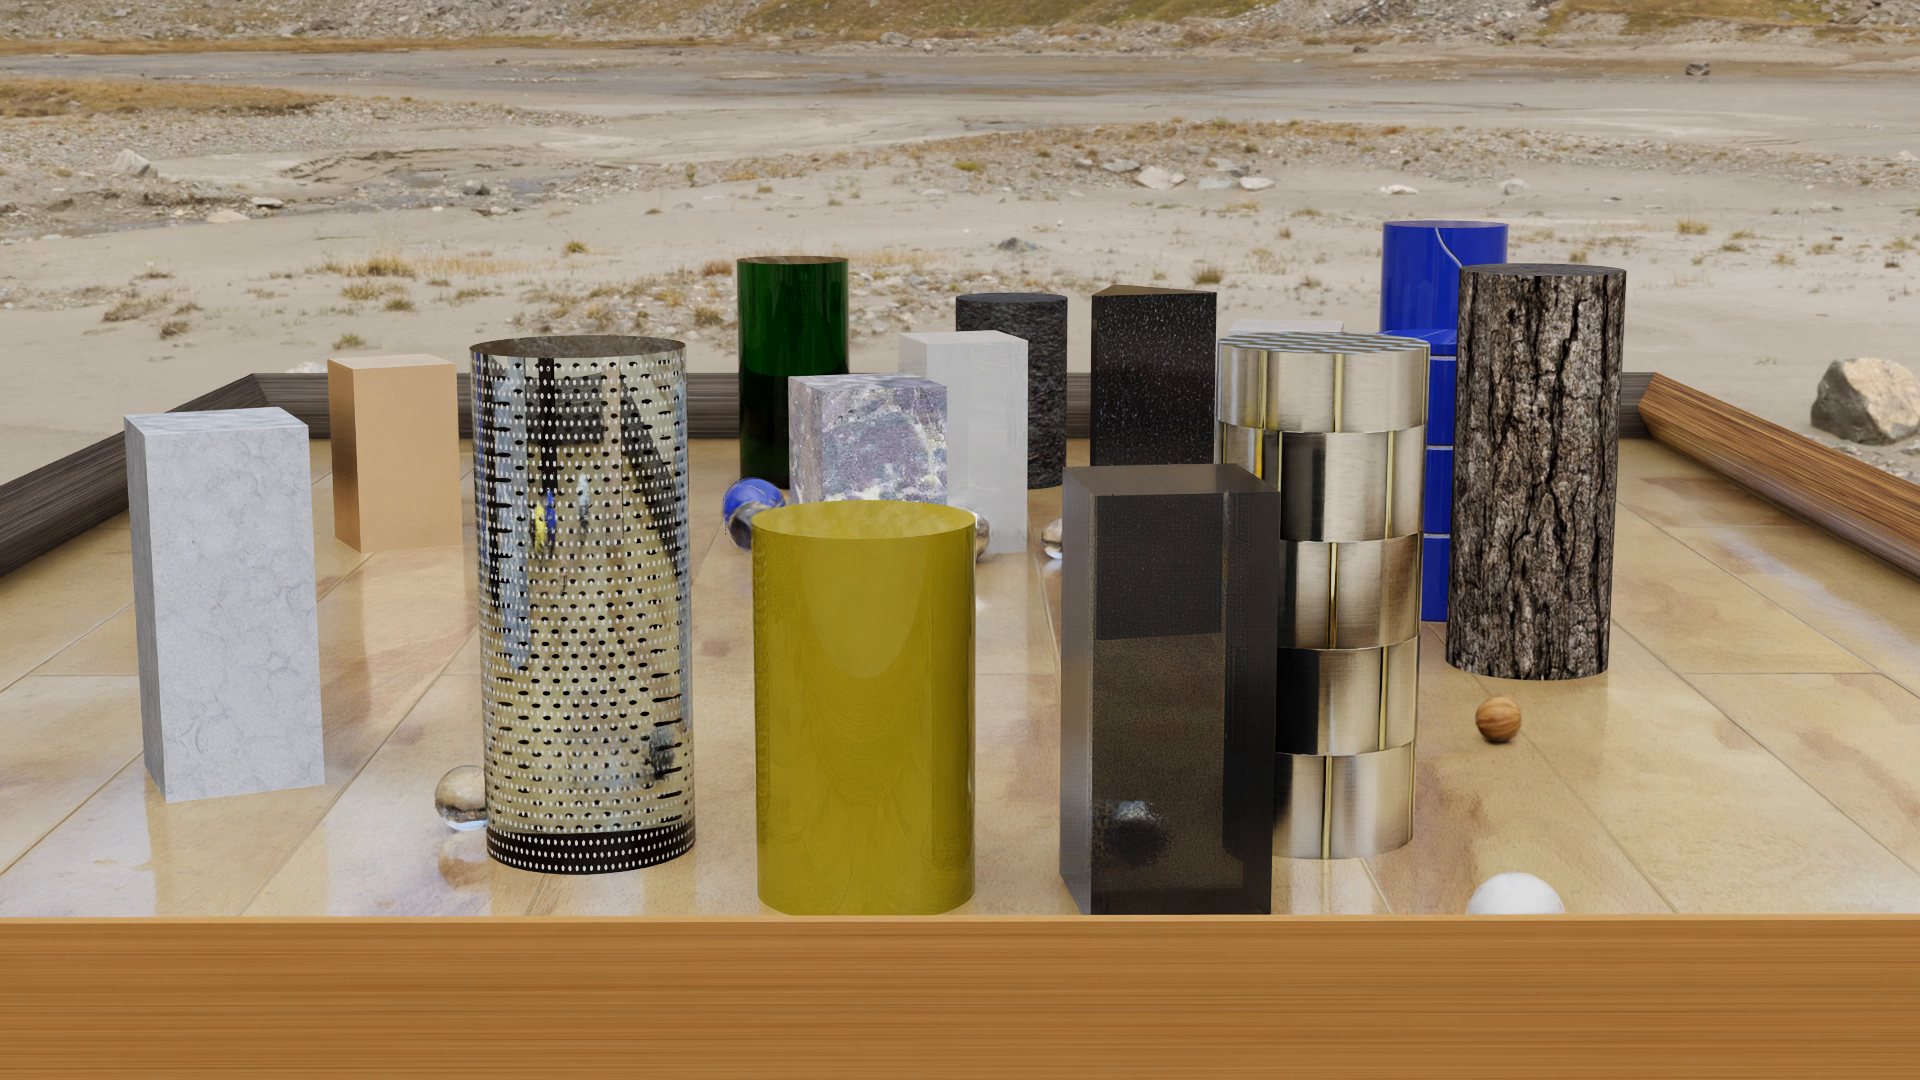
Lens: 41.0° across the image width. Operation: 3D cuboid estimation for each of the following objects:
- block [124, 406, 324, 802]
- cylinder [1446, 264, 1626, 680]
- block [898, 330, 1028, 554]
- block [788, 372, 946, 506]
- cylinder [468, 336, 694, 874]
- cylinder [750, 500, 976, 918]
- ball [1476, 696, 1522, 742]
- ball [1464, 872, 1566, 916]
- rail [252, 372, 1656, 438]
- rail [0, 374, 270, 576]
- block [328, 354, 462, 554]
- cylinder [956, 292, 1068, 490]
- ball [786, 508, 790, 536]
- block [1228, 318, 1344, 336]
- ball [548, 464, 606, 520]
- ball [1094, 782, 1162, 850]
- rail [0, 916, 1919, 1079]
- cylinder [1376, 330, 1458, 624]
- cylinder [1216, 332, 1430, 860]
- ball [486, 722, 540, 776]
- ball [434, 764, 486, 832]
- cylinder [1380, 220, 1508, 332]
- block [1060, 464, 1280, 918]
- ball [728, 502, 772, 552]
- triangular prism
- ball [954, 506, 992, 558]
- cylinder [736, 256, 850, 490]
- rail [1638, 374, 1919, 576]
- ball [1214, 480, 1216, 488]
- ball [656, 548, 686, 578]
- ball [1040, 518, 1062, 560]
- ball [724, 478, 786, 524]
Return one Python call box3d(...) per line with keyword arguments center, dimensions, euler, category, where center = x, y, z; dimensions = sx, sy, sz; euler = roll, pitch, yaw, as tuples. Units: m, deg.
box3d(center=(-0.755, 0.061, 2.633), dimensions=(0.157, 0.371, 0.157), euler=(-5, 12, -25), category="block")
box3d(center=(0.699, -0.087, 3.125), dimensions=(0.196, 0.484, 0.196), euler=(0, 10, 0), category="cylinder")
box3d(center=(0.003, -0.149, 3.907), dimensions=(0.157, 0.321, 0.157), euler=(-3, 11, -17), category="block")
box3d(center=(-0.116, -0.028, 3.201), dimensions=(0.157, 0.340, 0.157), euler=(-4, 11, -18), category="block")
box3d(center=(-0.349, 0.055, 2.390), dimensions=(0.196, 0.472, 0.196), euler=(0, 10, 0), category="cylinder")
box3d(center=(-0.084, 0.147, 2.268), dimensions=(0.196, 0.336, 0.196), euler=(0, 10, 0), category="cylinder")
box3d(center=(0.587, 0.195, 2.794), dimensions=(0.050, 0.050, 0.050), euler=(0, 10, 0), category="ball")
box3d(center=(0.451, 0.310, 2.084), dimensions=(0.081, 0.081, 0.081), euler=(0, 10, 0), category="ball")
box3d(center=(-0.009, -0.262, 5.038), dimensions=(2.765, 0.128, 0.045), euler=(0, 10, 0), category="rail")
box3d(center=(-1.359, 0.034, 3.441), dimensions=(0.045, 0.128, 3.279), euler=(0, 10, 0), category="rail")
box3d(center=(-0.870, -0.136, 3.950), dimensions=(0.157, 0.279, 0.157), euler=(-5, 12, -27), category="block")
box3d(center=(0.090, -0.264, 4.515), dimensions=(0.196, 0.325, 0.196), euler=(0, 10, 0), category="cylinder")
box3d(center=(-0.224, -0.028, 3.902), dimensions=(0.083, 0.083, 0.083), euler=(0, 10, 0), category="ball")
box3d(center=(0.474, -0.137, 3.749), dimensions=(0.157, 0.355, 0.157), euler=(2, 11, 10), category="block")
box3d(center=(-0.619, -0.076, 4.144), dimensions=(0.091, 0.091, 0.091), euler=(0, 10, 0), category="ball")
box3d(center=(0.158, 0.260, 2.410), dimensions=(0.063, 0.063, 0.063), euler=(0, 10, 0), category="ball")
box3d(center=(0.009, 0.327, 1.860), dimensions=(2.765, 0.128, 0.045), euler=(0, 10, 0), category="rail")
box3d(center=(0.647, -0.090, 3.452), dimensions=(0.196, 0.369, 0.196), euler=(0, 10, 0), category="cylinder")
box3d(center=(0.339, 0.047, 2.435), dimensions=(0.196, 0.471, 0.196), euler=(0, 10, 0), category="cylinder")
box3d(center=(-0.464, 0.216, 2.661), dimensions=(0.056, 0.056, 0.056), euler=(0, 10, 0), category="ball")
box3d(center=(-0.473, 0.248, 2.467), dimensions=(0.064, 0.064, 0.064), euler=(0, 10, 0), category="ball")
box3d(center=(0.766, -0.264, 4.092), dimensions=(0.196, 0.478, 0.196), euler=(0, 10, 0), category="cylinder")
box3d(center=(0.179, 0.132, 2.238), dimensions=(0.157, 0.376, 0.157), euler=(-1, 11, -7), category="block")
box3d(center=(-0.312, -0.019, 3.872), dimensions=(0.078, 0.078, 0.078), euler=(0, 10, 0), category="ball")
box3d(center=(0.231, -0.114, 3.398), dimensions=(0.170, 0.437, 0.147), euler=(-3, 11, -16), category="triangular prism")
box3d(center=(0.004, -0.010, 3.805), dimensions=(0.084, 0.084, 0.084), euler=(0, 10, 0), category="ball")
box3d(center=(-0.292, -0.297, 4.513), dimensions=(0.196, 0.391, 0.196), euler=(0, 10, 0), category="cylinder")
box3d(center=(1.359, 0.031, 3.457), dimensions=(0.045, 0.128, 3.279), euler=(0, 10, 0), category="rail")
box3d(center=(0.397, -0.058, 4.088), dimensions=(0.076, 0.076, 0.076), euler=(0, 10, 0), category="ball")
box3d(center=(-0.415, 0.033, 3.683), dimensions=(0.043, 0.043, 0.043), euler=(0, 10, 0), category="ball")
box3d(center=(0.151, -0.002, 3.825), dimensions=(0.061, 0.061, 0.061), euler=(0, 10, 0), category="ball")
box3d(center=(-0.317, -0.046, 3.967), dimensions=(0.097, 0.097, 0.097), euler=(0, 10, 0), category="ball")
